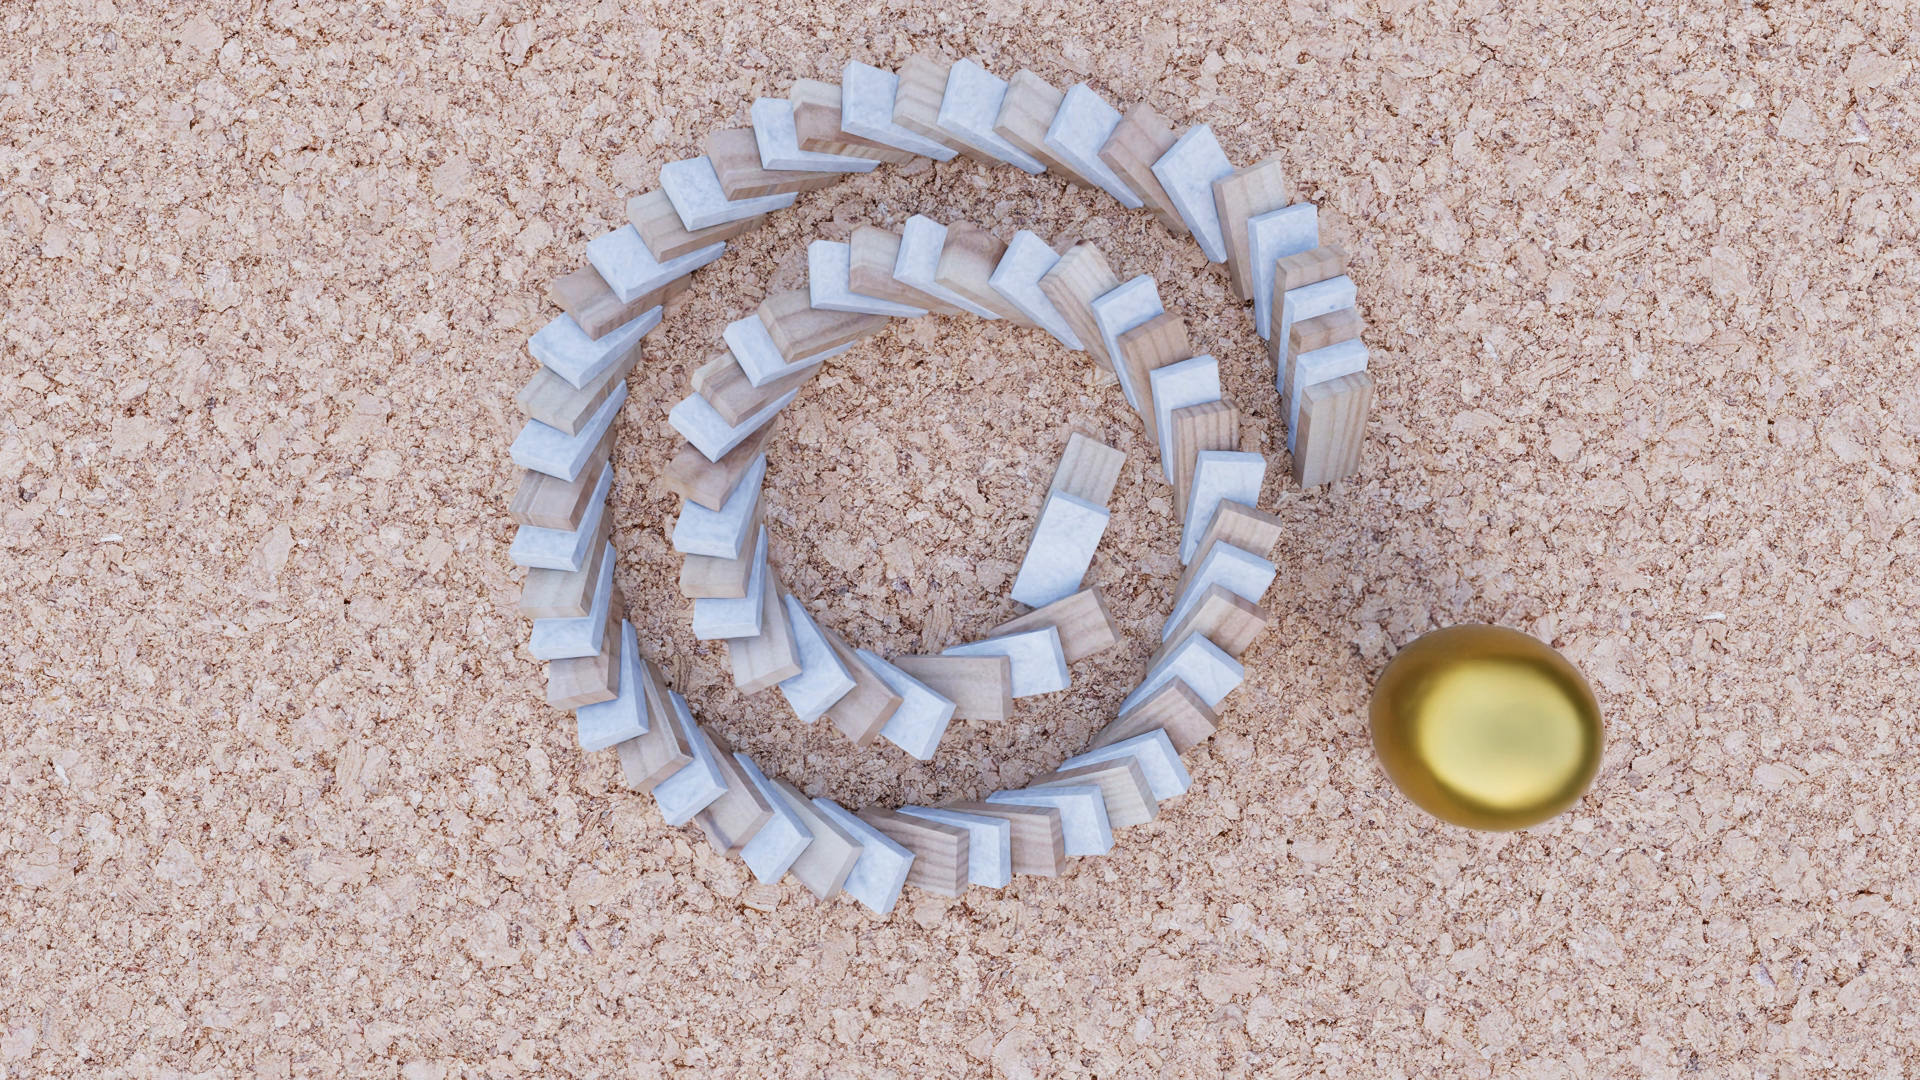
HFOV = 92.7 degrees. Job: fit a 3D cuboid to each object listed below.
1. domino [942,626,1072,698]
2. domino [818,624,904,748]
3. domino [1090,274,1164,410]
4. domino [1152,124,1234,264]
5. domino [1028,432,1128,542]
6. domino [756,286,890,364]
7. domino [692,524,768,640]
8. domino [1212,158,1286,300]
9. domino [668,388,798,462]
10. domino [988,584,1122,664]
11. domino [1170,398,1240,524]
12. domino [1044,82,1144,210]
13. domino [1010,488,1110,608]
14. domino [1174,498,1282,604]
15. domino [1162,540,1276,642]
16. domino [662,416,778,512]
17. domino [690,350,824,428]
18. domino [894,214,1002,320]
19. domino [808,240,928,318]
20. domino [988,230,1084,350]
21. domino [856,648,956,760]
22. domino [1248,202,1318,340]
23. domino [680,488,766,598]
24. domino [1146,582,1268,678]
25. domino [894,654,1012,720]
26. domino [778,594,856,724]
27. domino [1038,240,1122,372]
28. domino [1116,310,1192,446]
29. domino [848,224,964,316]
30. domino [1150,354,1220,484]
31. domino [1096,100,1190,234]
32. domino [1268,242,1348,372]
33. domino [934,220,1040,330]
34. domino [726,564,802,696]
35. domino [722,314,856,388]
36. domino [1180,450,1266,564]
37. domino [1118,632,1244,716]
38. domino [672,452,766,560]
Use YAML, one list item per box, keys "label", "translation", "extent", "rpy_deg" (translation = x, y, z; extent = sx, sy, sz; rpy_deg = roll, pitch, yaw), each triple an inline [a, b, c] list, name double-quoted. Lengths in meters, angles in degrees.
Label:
- label: "domino"
  translation: [0.019, 0.053, 0.385]
  extent: [0.050, 0.010, 0.025]
  rpy_deg: [-15, 90, 27]
- label: "domino"
  translation: [-0.049, 0.060, 0.383]
  extent: [0.050, 0.010, 0.025]
  rpy_deg: [38, 90, 31]
- label: "domino"
  translation: [0.075, -0.082, 0.383]
  extent: [0.025, 0.010, 0.050]
  rpy_deg: [-29, 121, 0]
- label: "domino"
  translation: [0.104, -0.144, 0.384]
  extent: [0.025, 0.009, 0.050]
  rpy_deg: [-44, 118, 0]
- label: "domino"
  translation: [0.050, -0.018, 0.395]
  extent: [0.025, 0.009, 0.050]
  rpy_deg: [23, 90, 0]
- label: "domino"
  translation: [-0.056, -0.093, 0.382]
  extent: [0.050, 0.010, 0.025]
  rpy_deg: [-30, 89, -35]
- label: "domino"
  translation: [-0.095, 0.017, 0.381]
  extent: [0.025, 0.009, 0.050]
  rpy_deg: [-5, 52, 0]
- label: "domino"
  translation: [0.124, -0.129, 0.384]
  extent: [0.025, 0.009, 0.050]
  rpy_deg: [-23, 119, 0]
- label: "domino"
  translation: [-0.094, -0.057, 0.382]
  extent: [0.025, 0.010, 0.050]
  rpy_deg: [42, 54, 0]
- label: "domino"
  translation: [0.039, 0.040, 0.386]
  extent: [0.050, 0.010, 0.025]
  rpy_deg: [-25, 90, 24]
- label: "domino"
  translation: [0.102, -0.032, 0.382]
  extent: [0.025, 0.010, 0.050]
  rpy_deg: [-11, 123, 0]
- label: "domino"
  translation: [0.062, -0.164, 0.384]
  extent: [0.050, 0.009, 0.025]
  rpy_deg: [26, 90, -27]
- label: "domino"
  translation: [0.042, 0.006, 0.385]
  extent: [0.025, 0.010, 0.050]
  rpy_deg: [21, 114, 0]
- label: "domino"
  translation: [0.111, 0.009, 0.383]
  extent: [0.025, 0.010, 0.050]
  rpy_deg: [19, 122, 0]
- label: "domino"
  translation: [0.107, 0.026, 0.382]
  extent: [0.025, 0.010, 0.050]
  rpy_deg: [22, 122, -2]
- label: "domino"
  translation: [-0.099, -0.037, 0.382]
  extent: [0.025, 0.010, 0.050]
  rpy_deg: [25, 54, 0]
- label: "domino"
  translation: [-0.084, -0.070, 0.381]
  extent: [0.025, 0.009, 0.050]
  rpy_deg: [46, 54, 1]
- label: "domino"
  translation: [-0.002, -0.113, 0.382]
  extent: [0.050, 0.010, 0.025]
  rpy_deg: [15, 87, -33]
- label: "domino"
  translation: [-0.038, -0.108, 0.383]
  extent: [0.050, 0.010, 0.025]
  rpy_deg: [-3, 90, -32]
- label: "domino"
  translation: [0.038, -0.104, 0.383]
  extent: [0.050, 0.009, 0.025]
  rpy_deg: [30, 90, -32]
- label: "domino"
  translation: [-0.028, 0.068, 0.382]
  extent: [0.050, 0.010, 0.025]
  rpy_deg: [26, 92, 32]
- label: "domino"
  translation: [0.136, -0.112, 0.384]
  extent: [0.025, 0.010, 0.050]
  rpy_deg: [-16, 119, 0]
- label: "domino"
  translation: [-0.098, 0.001, 0.381]
  extent: [0.025, 0.009, 0.050]
  rpy_deg: [1, 53, 1]
- label: "domino"
  translation: [0.102, 0.043, 0.382]
  extent: [0.025, 0.010, 0.050]
  rpy_deg: [28, 122, -4]
- label: "domino"
  translation: [-0.003, 0.061, 0.384]
  extent: [0.050, 0.010, 0.025]
  rpy_deg: [-3, 90, 27]
- label: "domino"
  translation: [-0.067, 0.049, 0.383]
  extent: [0.025, 0.009, 0.050]
  rpy_deg: [-41, 59, 0]
- label: "domino"
  translation: [0.057, -0.097, 0.382]
  extent: [0.025, 0.010, 0.050]
  rpy_deg: [-46, 122, -2]
- label: "domino"
  translation: [0.085, -0.067, 0.382]
  extent: [0.025, 0.010, 0.050]
  rpy_deg: [-27, 124, -1]
- label: "domino"
  translation: [-0.021, -0.112, 0.381]
  extent: [0.050, 0.010, 0.025]
  rpy_deg: [4, 86, -35]
- label: "domino"
  translation: [0.096, -0.050, 0.382]
  extent: [0.025, 0.010, 0.050]
  rpy_deg: [-17, 123, 0]
- label: "domino"
  translation: [0.084, -0.155, 0.385]
  extent: [0.050, 0.009, 0.025]
  rpy_deg: [34, 90, -26]
- label: "domino"
  translation: [0.143, -0.095, 0.378]
  extent: [0.025, 0.050, 0.010]
  rpy_deg: [-16, 47, 0]
- label: "domino"
  translation: [0.015, -0.110, 0.381]
  extent: [0.050, 0.009, 0.025]
  rpy_deg: [19, 84, -33]
- label: "domino"
  translation: [-0.084, 0.037, 0.382]
  extent: [0.025, 0.010, 0.050]
  rpy_deg: [-23, 56, 3]
- label: "domino"
  translation: [-0.070, -0.084, 0.382]
  extent: [0.050, 0.009, 0.025]
  rpy_deg: [-31, 90, -35]
- label: "domino"
  translation: [0.109, -0.013, 0.383]
  extent: [0.025, 0.010, 0.050]
  rpy_deg: [2, 123, 0]
- label: "domino"
  translation: [0.092, 0.063, 0.383]
  extent: [0.025, 0.010, 0.050]
  rpy_deg: [37, 121, 0]
- label: "domino"
  translation: [-0.099, -0.016, 0.381]
  extent: [0.025, 0.009, 0.050]
  rpy_deg: [8, 53, 1]
